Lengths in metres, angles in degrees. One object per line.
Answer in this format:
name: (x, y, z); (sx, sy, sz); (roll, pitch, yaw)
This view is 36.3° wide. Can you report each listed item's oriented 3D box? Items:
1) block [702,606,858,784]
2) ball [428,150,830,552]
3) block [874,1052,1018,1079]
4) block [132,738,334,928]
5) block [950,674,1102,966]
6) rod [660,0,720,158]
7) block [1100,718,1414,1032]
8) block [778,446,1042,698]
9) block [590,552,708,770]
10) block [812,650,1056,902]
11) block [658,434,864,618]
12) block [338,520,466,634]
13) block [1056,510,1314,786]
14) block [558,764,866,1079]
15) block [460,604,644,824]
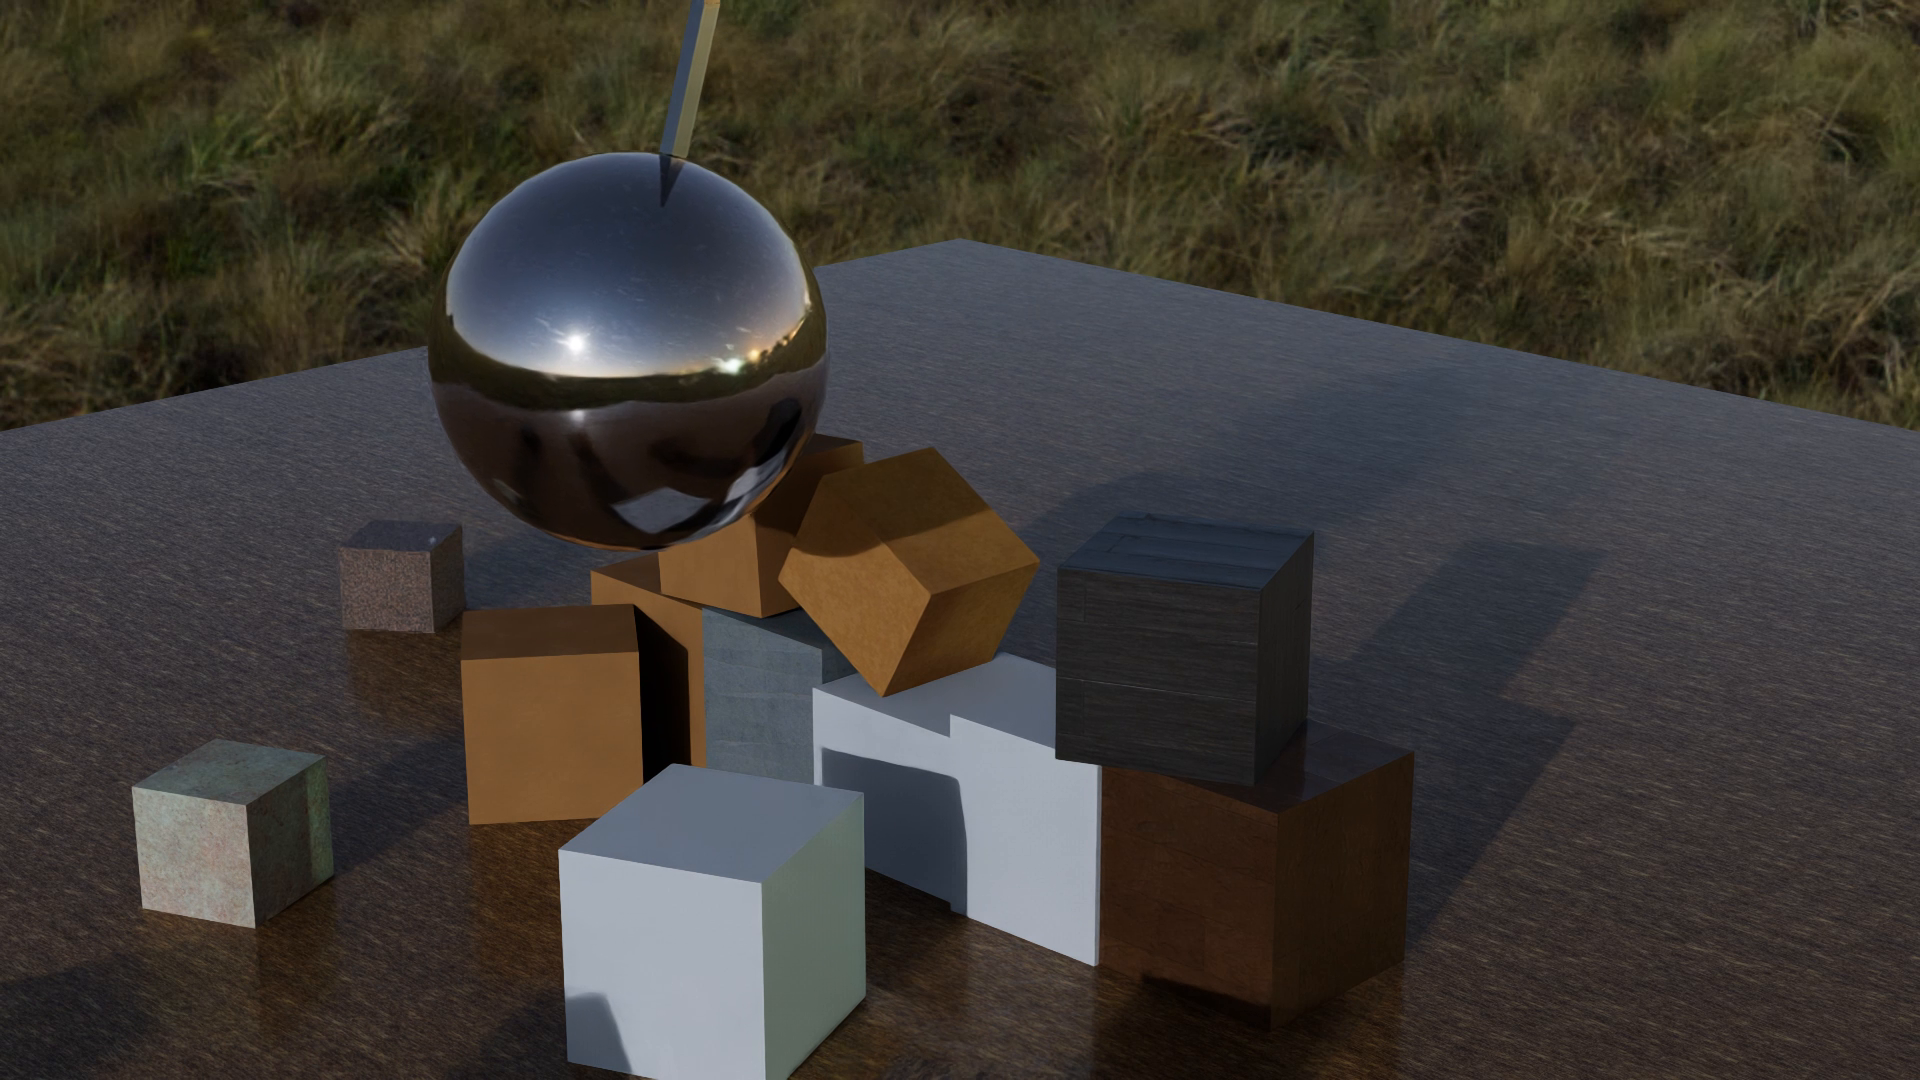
block: (-0.640, 0.783, 14.257); (0.848, 0.958, 0.853); (-17, 24, -42)
ball: (-1.318, -0.751, 11.724); (1.600, 1.600, 1.600); (0, 17, 0)
block: (-0.012, 2.315, 9.733); (0.857, 0.746, 0.902); (8, 19, 24)
block: (-3.263, 1.312, 13.195); (0.595, 0.585, 0.626); (7, 19, 20)
block: (0.600, 1.185, 13.016); (0.843, 0.934, 0.981); (16, 23, 41)
rod: (-0.571, -4.058, 11.468); (0.080, 5.200, 0.080); (17, 6, 42)
block: (1.253, 1.352, 12.437); (0.923, 0.963, 0.936); (16, 23, 41)
block: (-0.243, 0.141, 13.623); (0.703, 0.661, 0.820); (-17, 54, -42)
block: (-1.272, 0.610, 14.854); (0.775, 0.930, 0.891); (-16, 24, -42)
block: (-0.012, 1.052, 13.676); (0.979, 0.791, 0.913); (-17, 24, -42)
block: (-0.969, -0.106, 14.287); (0.707, 0.720, 0.756); (-16, 19, -42)
block: (-3.203, 0.209, 16.865); (0.541, 0.489, 0.543); (3, 18, 10)
block: (0.952, 0.437, 12.345); (0.854, 0.839, 0.876); (7, 19, 20)
block: (-0.980, 1.558, 11.853); (0.875, 0.920, 0.974); (7, 19, 21)
block: (-1.984, 0.838, 14.286); (0.833, 0.835, 0.723); (-2, 18, -8)
